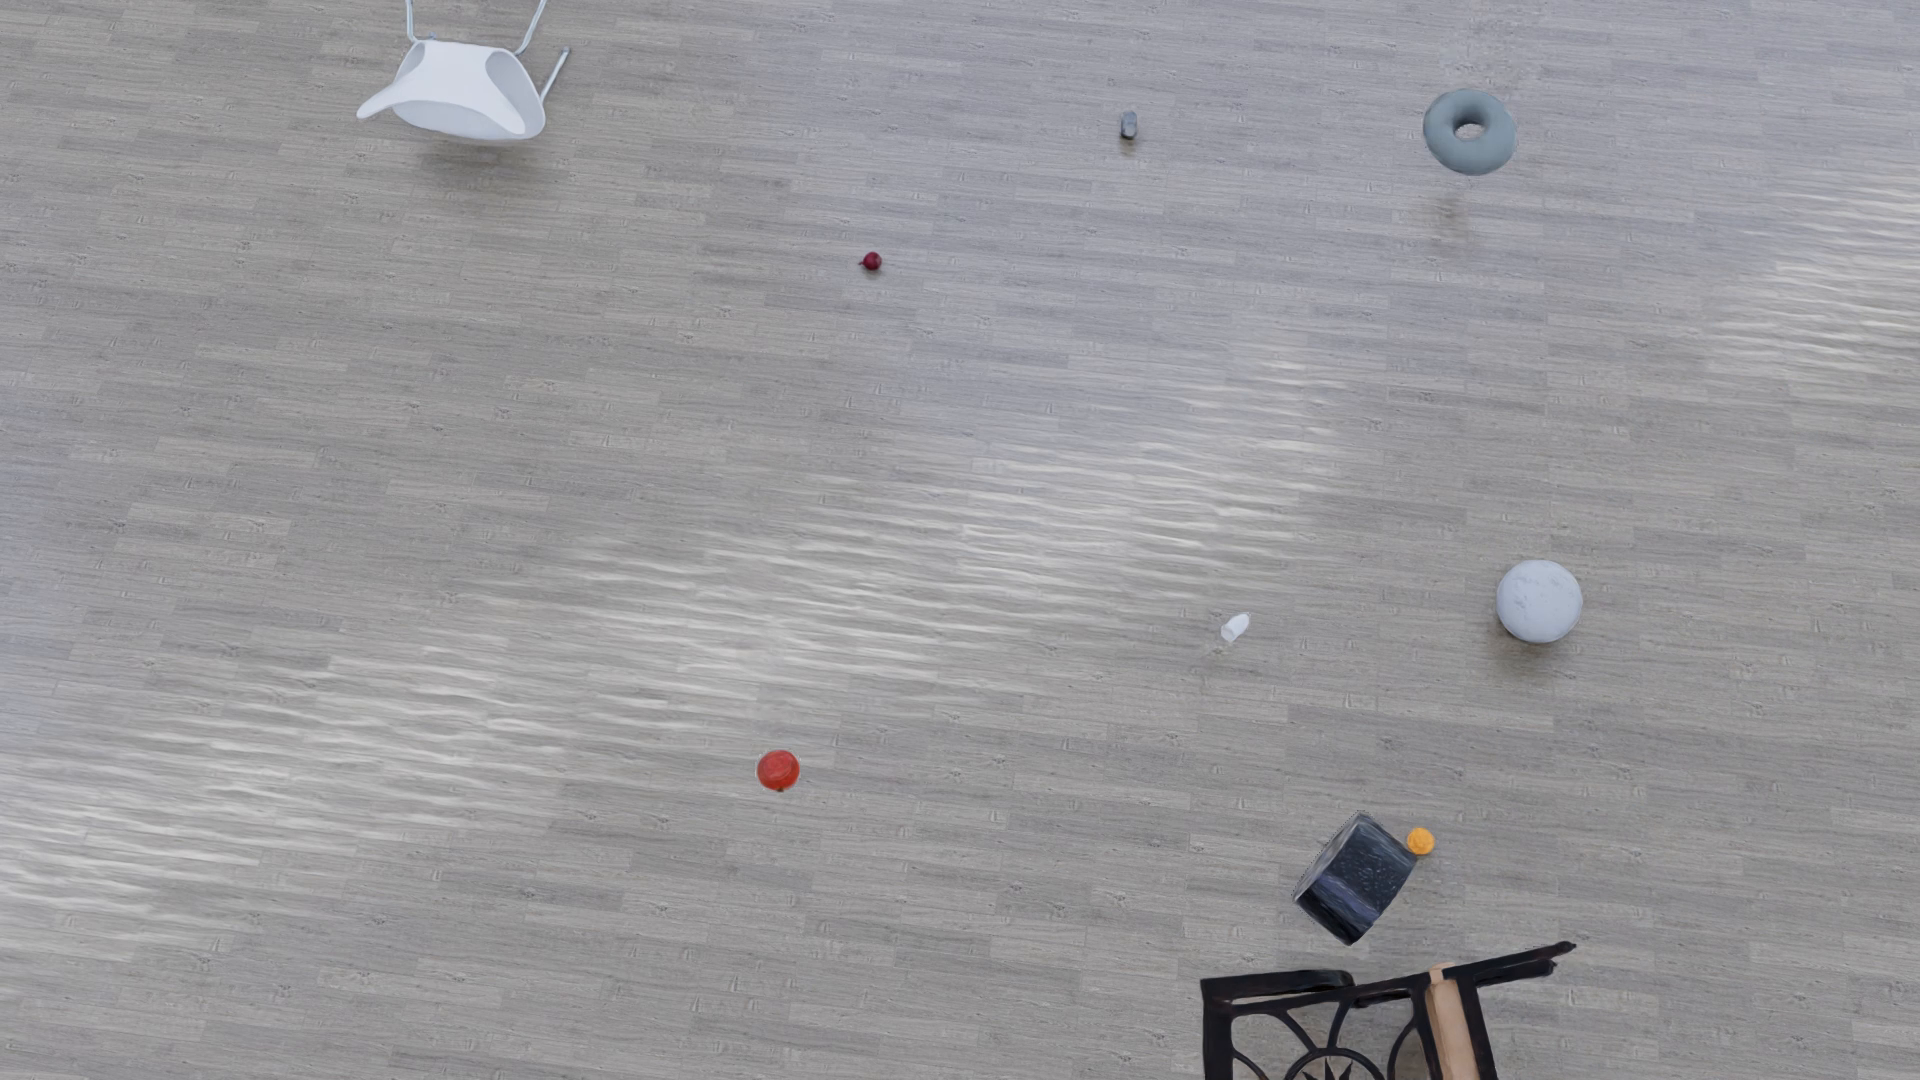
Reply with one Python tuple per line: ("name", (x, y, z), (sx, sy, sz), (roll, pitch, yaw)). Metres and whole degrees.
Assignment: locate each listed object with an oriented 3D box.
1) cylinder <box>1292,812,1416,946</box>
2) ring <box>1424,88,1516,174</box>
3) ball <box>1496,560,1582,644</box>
("cylinder", (0.966, 0.829, 5.384), (0.168, 0.257, 0.313), (39, 37, 7))
("ring", (1.665, -1.335, 7.185), (0.275, 0.120, 0.362), (-34, 51, 4))
("ball", (1.662, 0.176, 6.310), (0.241, 0.241, 0.241), (0, 56, 0))
